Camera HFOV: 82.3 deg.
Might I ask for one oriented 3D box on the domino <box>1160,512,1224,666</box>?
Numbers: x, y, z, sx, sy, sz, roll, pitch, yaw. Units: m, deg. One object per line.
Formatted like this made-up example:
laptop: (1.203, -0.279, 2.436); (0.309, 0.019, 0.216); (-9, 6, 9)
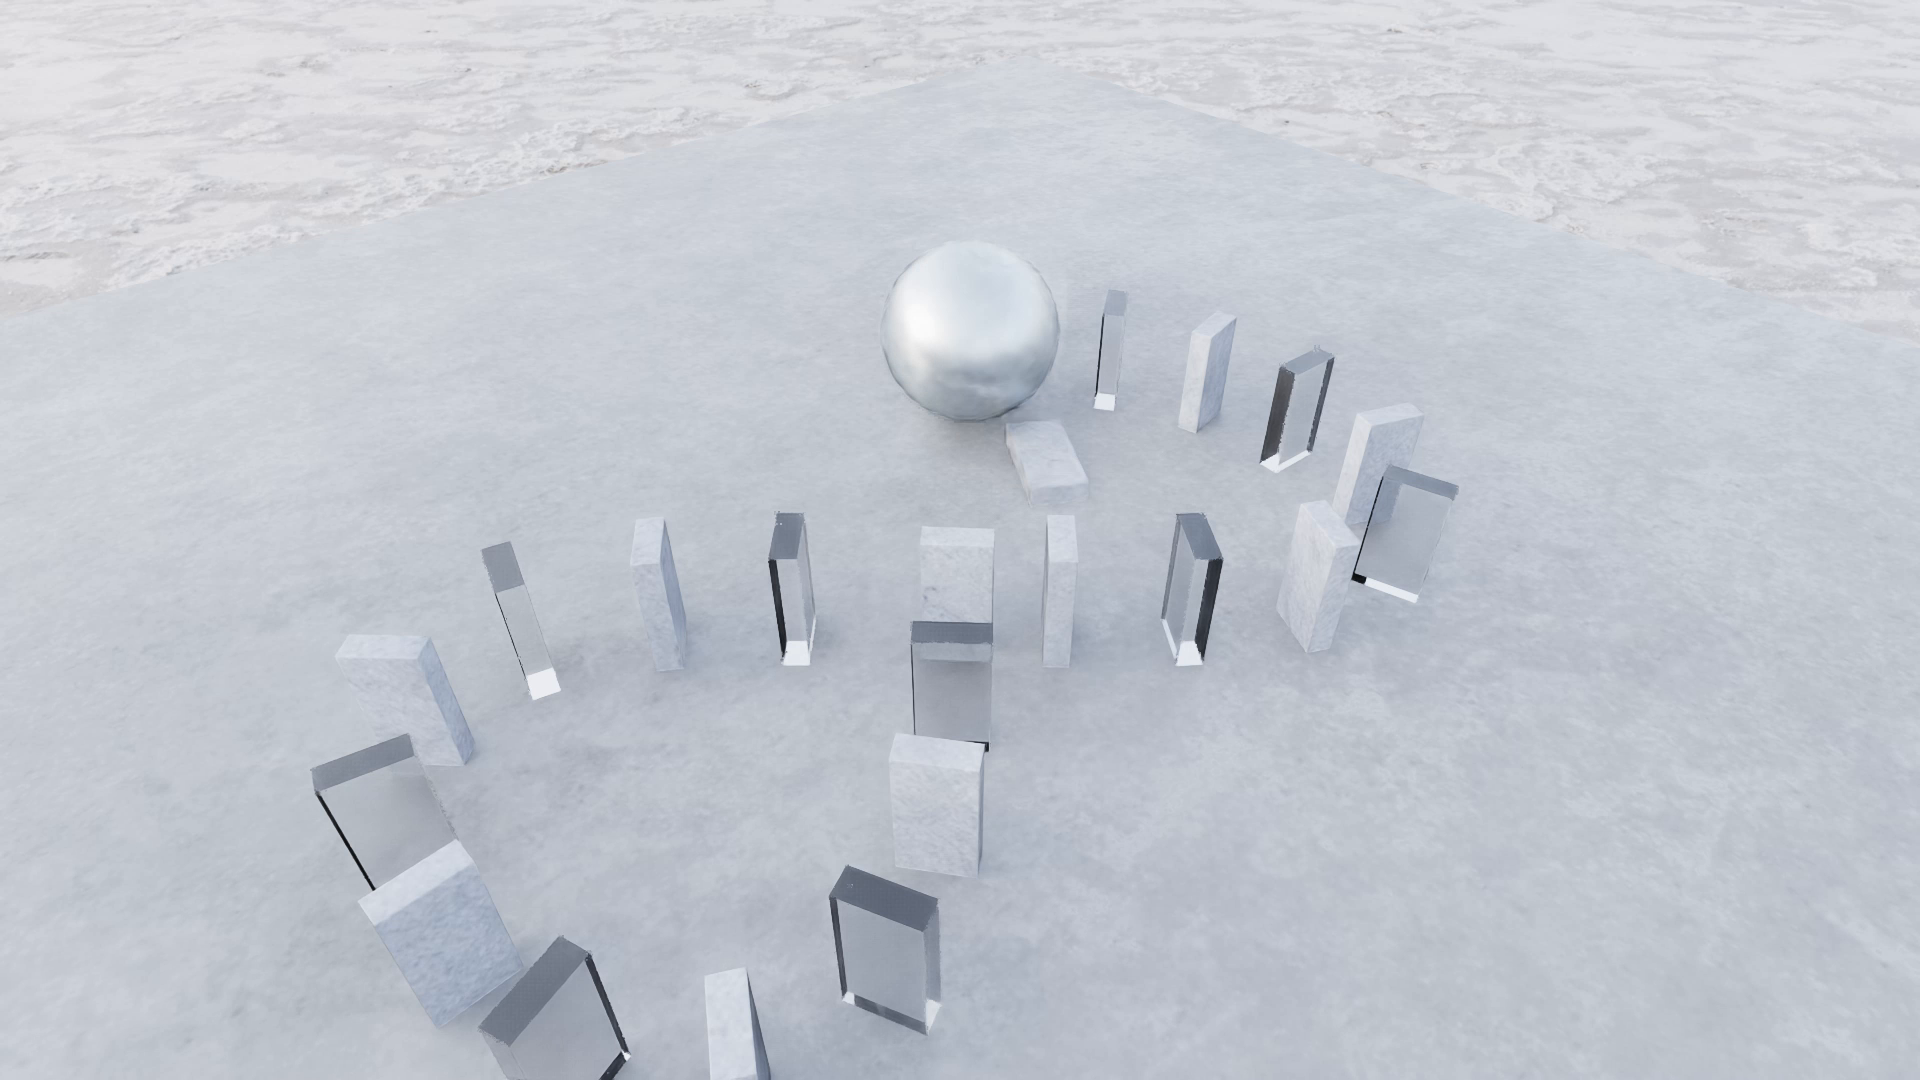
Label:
domino: (0.082, 0.018, 0.390); (0.009, 0.050, 0.025); (-3, 39, -4)

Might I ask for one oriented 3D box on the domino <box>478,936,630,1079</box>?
domino: (-0.096, 0.121, 0.264); (0.010, 0.050, 0.025); (19, 43, 21)

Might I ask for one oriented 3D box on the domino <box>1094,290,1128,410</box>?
domino: (0.072, -0.090, 0.521); (0.010, 0.050, 0.025); (8, 40, 9)

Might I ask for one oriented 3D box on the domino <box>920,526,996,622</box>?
domino: (-0.001, 0.018, 0.389); (0.025, 0.050, 0.010); (2, 39, 3)

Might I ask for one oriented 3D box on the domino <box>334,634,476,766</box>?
domino: (-0.175, 0.051, 0.349); (0.025, 0.050, 0.009); (1, 39, 1)

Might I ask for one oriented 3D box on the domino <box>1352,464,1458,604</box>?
domino: (0.167, -0.002, 0.414); (0.025, 0.050, 0.009); (22, 44, 25)

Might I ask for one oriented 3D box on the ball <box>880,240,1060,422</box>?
ball: (0.005, -0.093, 0.492); (0.080, 0.080, 0.080); (0, 39, 0)

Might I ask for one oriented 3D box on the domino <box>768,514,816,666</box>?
domino: (-0.059, 0.018, 0.390); (0.009, 0.050, 0.025); (0, 39, 0)

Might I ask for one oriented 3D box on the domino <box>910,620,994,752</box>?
domino: (-0.002, 0.048, 0.353); (0.025, 0.050, 0.009); (2, 39, 2)

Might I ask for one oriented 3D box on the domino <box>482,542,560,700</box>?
domino: (-0.150, 0.028, 0.377); (0.009, 0.050, 0.025); (-19, 43, -21)

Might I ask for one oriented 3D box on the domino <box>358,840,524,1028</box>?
domino: (-0.133, 0.103, 0.286); (0.009, 0.050, 0.025); (32, 49, 33)

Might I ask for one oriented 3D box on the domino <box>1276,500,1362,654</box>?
domino: (0.128, 0.013, 0.395); (0.010, 0.050, 0.025); (-9, 40, -11)

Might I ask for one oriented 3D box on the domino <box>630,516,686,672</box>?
domino: (-0.106, 0.019, 0.388); (0.009, 0.050, 0.025); (-5, 40, -6)

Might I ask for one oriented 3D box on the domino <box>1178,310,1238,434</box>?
domino: (0.114, -0.077, 0.505); (0.009, 0.050, 0.025); (26, 46, 28)

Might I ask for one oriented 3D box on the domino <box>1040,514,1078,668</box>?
domino: (0.035, 0.018, 0.389); (0.009, 0.050, 0.025); (1, 39, 1)

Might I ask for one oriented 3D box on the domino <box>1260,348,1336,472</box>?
domino: (0.147, -0.056, 0.480); (0.025, 0.050, 0.009); (-27, 46, -29)

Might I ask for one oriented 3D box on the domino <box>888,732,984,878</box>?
domino: (-0.006, 0.077, 0.317); (0.025, 0.050, 0.010); (6, 40, 7)

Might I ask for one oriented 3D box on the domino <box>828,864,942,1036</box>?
domino: (-0.018, 0.106, 0.282); (0.025, 0.050, 0.009); (15, 42, 17)

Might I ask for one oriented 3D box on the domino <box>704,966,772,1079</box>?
domino: (-0.051, 0.126, 0.258); (0.009, 0.050, 0.025); (-9, 40, -10)

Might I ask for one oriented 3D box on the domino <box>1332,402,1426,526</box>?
domino: (0.170, -0.030, 0.449); (0.025, 0.050, 0.009); (-13, 41, -15)

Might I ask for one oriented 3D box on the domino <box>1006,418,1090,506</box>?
domino: (0.038, -0.035, 0.486); (0.025, 0.010, 0.050); (-7, 40, -8)

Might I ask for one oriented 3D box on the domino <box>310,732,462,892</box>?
domino: (-0.162, 0.080, 0.314); (0.025, 0.050, 0.009); (-20, 44, -23)
